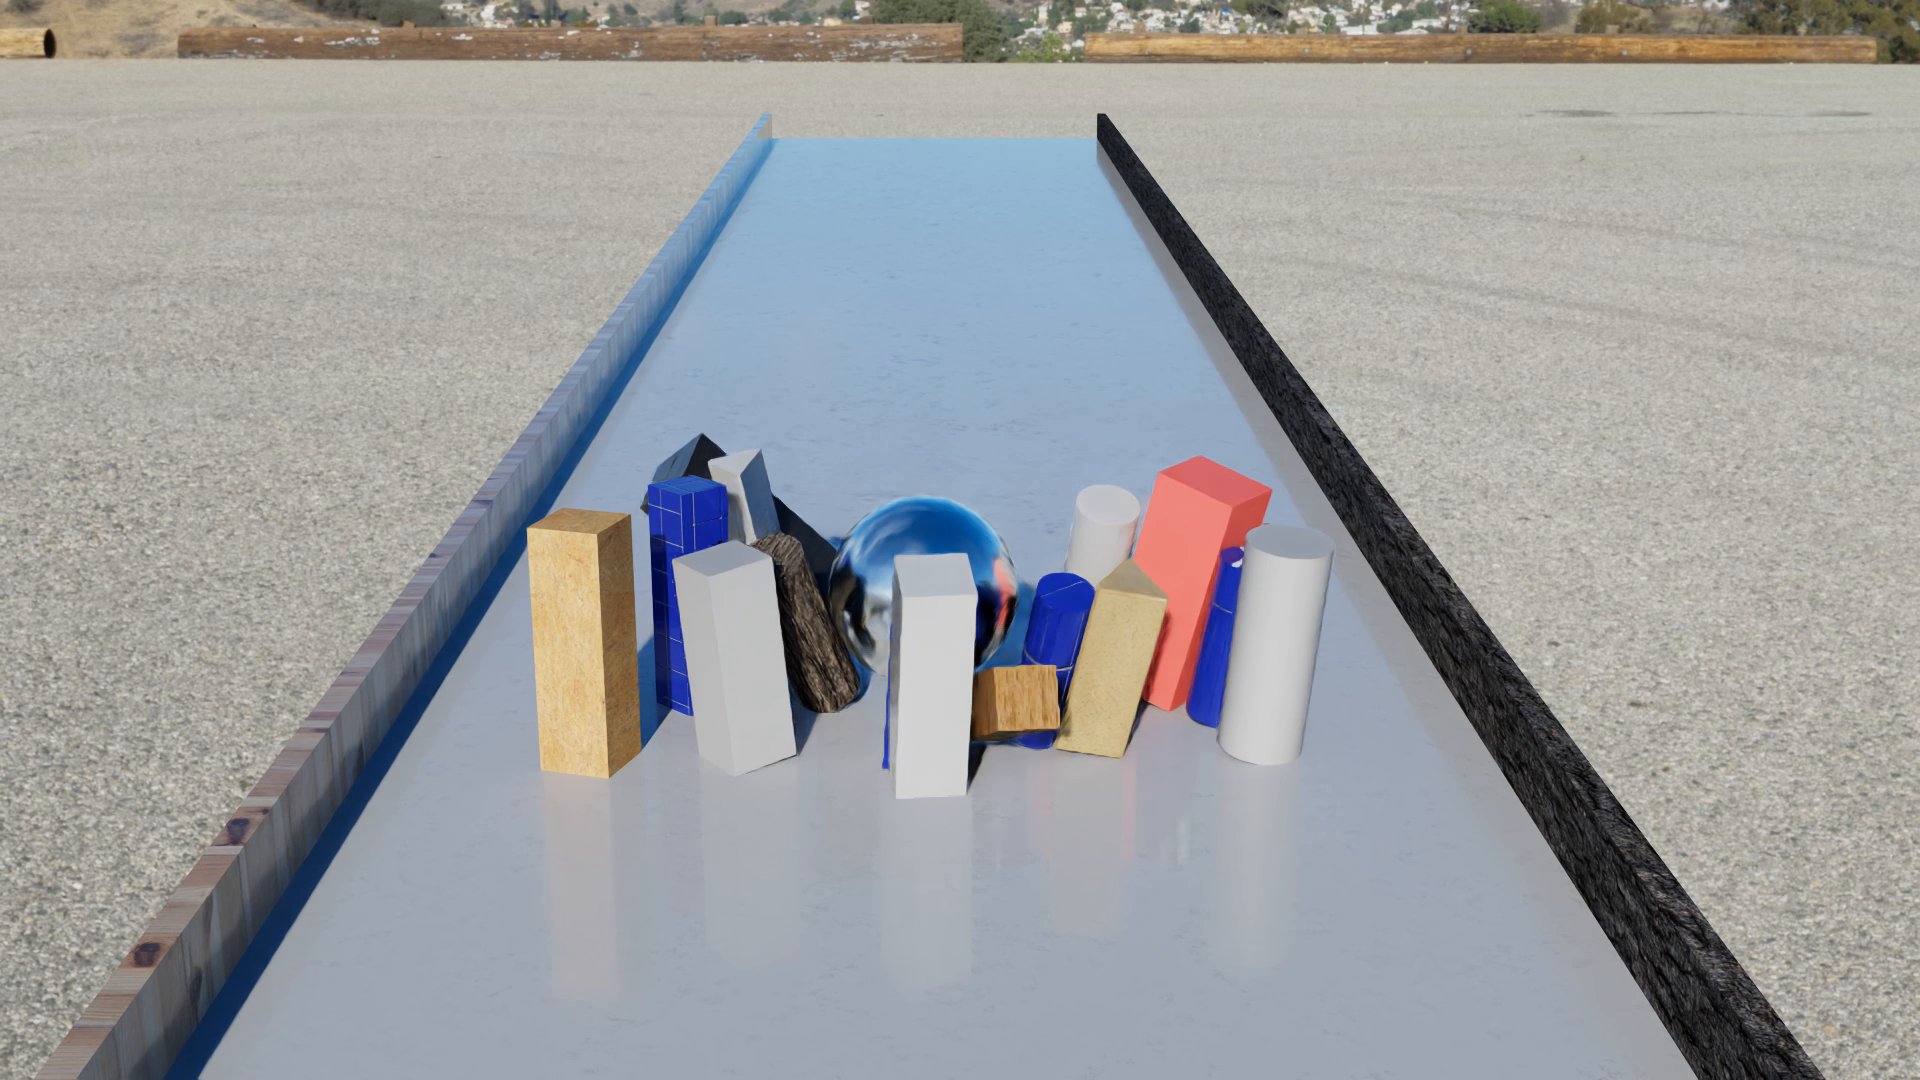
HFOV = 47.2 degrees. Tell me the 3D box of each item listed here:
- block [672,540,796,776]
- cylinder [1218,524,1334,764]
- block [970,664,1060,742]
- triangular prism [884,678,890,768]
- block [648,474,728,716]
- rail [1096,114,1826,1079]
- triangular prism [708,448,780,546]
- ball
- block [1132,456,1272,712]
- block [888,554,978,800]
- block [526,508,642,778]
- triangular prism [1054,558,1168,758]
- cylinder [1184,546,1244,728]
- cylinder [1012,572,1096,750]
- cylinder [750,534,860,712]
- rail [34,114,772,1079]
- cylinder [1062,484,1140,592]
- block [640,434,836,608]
[{"bbox_3d":[-0.394,0.206,3.855,0.127,0.375,0.127,-18,24,-32],"label":"block"},{"bbox_3d":[0.554,0.185,3.877,0.152,0.397,0.152,4,23,-2],"label":"cylinder"},{"bbox_3d":[0.068,0.285,3.796,0.105,0.105,0.407,-2,-7,-12],"label":"block"},{"bbox_3d":[-0.072,0.215,3.809,0.114,0.378,0.099,-1,33,-8],"label":"triangular prism"},{"bbox_3d":[-0.504,0.104,4.125,0.104,0.429,0.104,-15,22,-42],"label":"block"},{"bbox_3d":[0.932,-0.844,7.801,0.050,0.150,12.000,0,17,-1],"label":"rail"},{"bbox_3d":[-0.380,0.033,4.310,0.089,0.444,0.103,-30,35,-30],"label":"triangular prism"},{"bbox_3d":[-0.067,0.091,3.993,0.346,0.346,0.346,0,17,0],"label":"ball"},{"bbox_3d":[0.422,0.082,4.142,0.160,0.433,0.160,27,27,26],"label":"block"},{"bbox_3d":[-0.049,0.232,3.687,0.122,0.416,0.122,-2,33,-8],"label":"block"},{"bbox_3d":[-0.654,0.179,3.845,0.132,0.444,0.132,5,17,17],"label":"block"},{"bbox_3d":[0.262,0.205,3.872,0.124,0.346,0.107,9,31,-6],"label":"triangular prism"},{"bbox_3d":[0.501,0.180,4.037,0.115,0.316,0.115,9,22,-4],"label":"cylinder"},{"bbox_3d":[0.159,0.217,3.887,0.104,0.336,0.104,7,40,-6],"label":"cylinder"},{"bbox_3d":[-0.292,0.157,4.036,0.120,0.374,0.120,-9,46,10],"label":"cylinder"},{"bbox_3d":[-1.118,-0.838,7.780,0.050,0.150,12.000,0,17,-1],"label":"rail"},{"bbox_3d":[0.252,0.090,4.187,0.121,0.407,0.121,5,40,-4],"label":"cylinder"},{"bbox_3d":[-0.415,0.003,4.425,0.138,0.452,0.138,-34,25,32],"label":"block"}]
